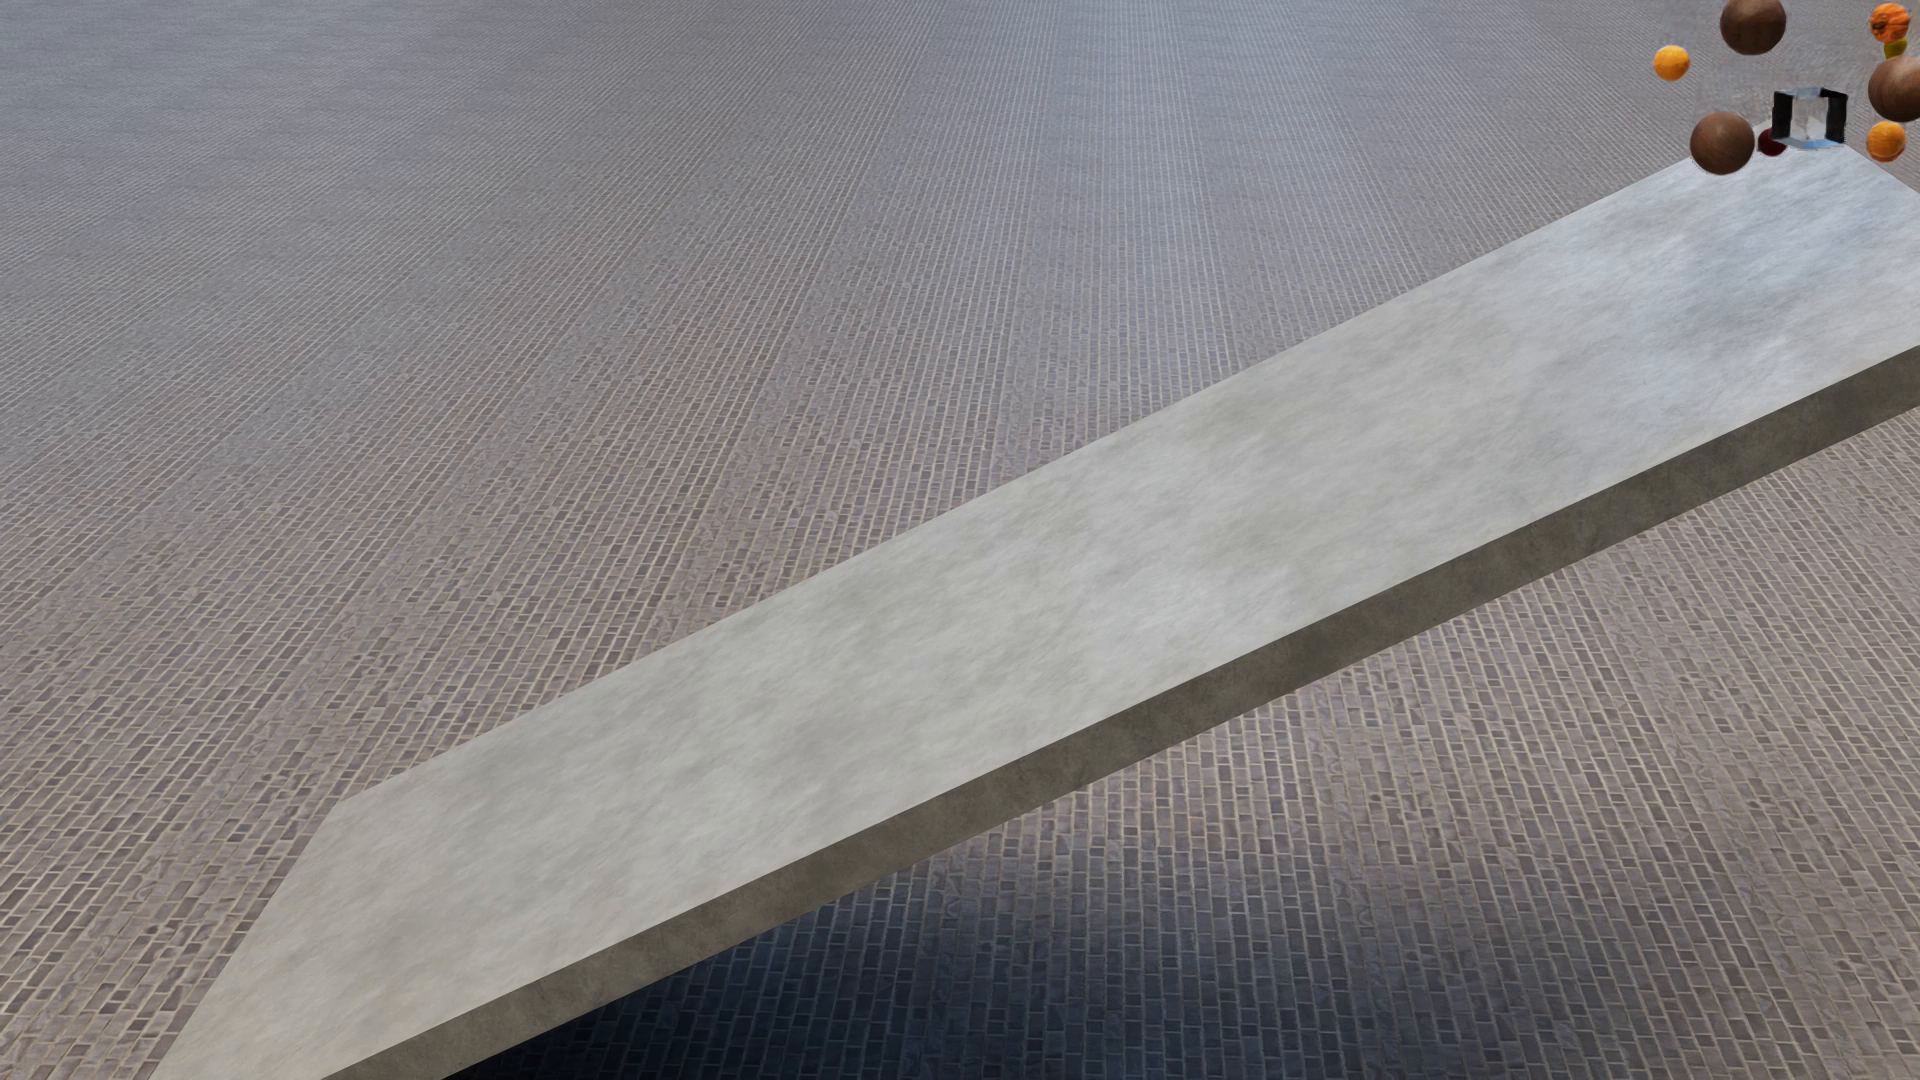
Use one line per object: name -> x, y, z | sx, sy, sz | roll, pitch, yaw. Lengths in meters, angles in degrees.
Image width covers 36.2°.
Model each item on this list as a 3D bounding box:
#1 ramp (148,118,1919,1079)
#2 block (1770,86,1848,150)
ramp -> 0.139, 0.168, 6.281 | 4.000, 0.100, 2.000 | -25, 14, 10
block -> 1.612, -0.802, 5.584 | 0.095, 0.095, 0.095 | -11, 24, -25
